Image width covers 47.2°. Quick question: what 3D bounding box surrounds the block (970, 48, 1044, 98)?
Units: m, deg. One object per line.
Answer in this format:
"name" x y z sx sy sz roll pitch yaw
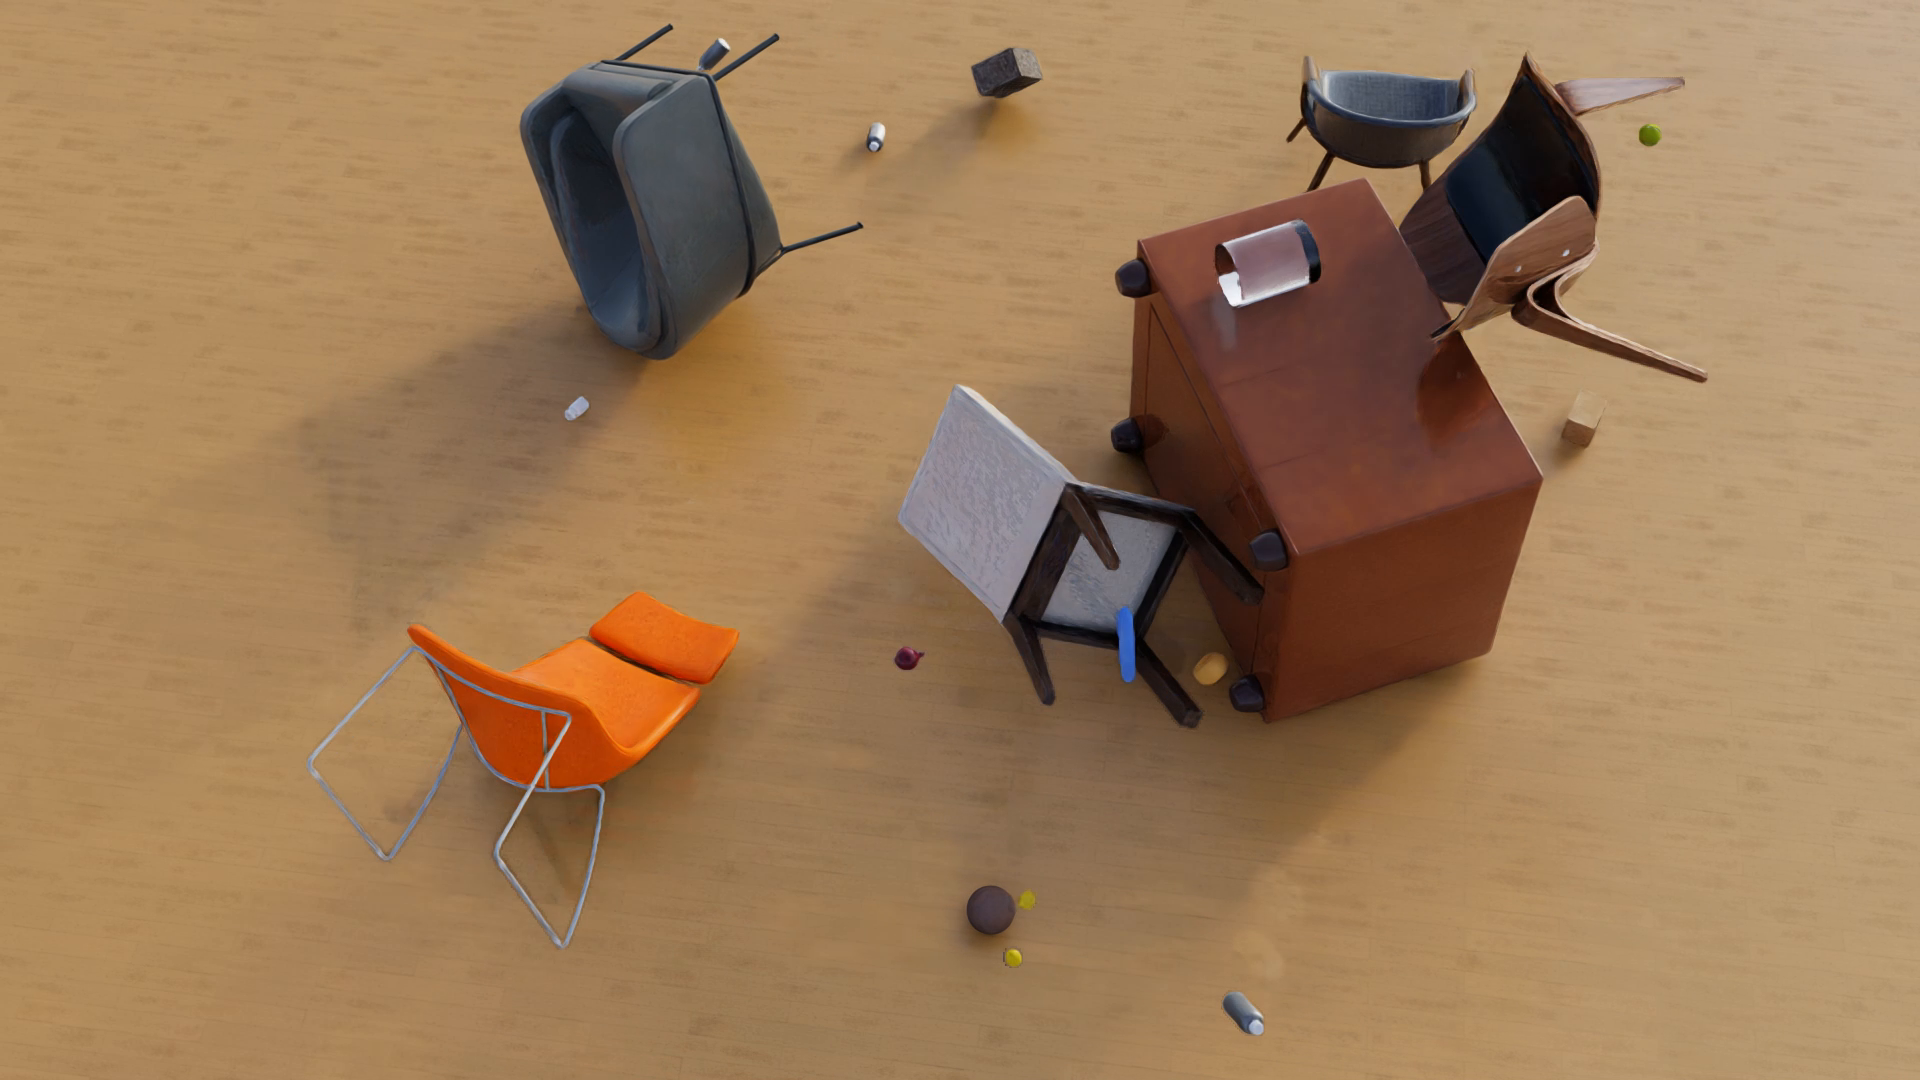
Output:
"block" 0.161 -1.589 7.487 0.168 0.166 0.101 -19 87 30

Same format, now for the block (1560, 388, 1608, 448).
"block" 1.923 -0.377 6.771 0.088 0.093 0.134 23 59 15

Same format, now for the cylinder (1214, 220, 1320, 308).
"cylinder" 0.823 -0.740 5.884 0.230 0.178 0.169 -19 23 -9

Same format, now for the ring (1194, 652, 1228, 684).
"ring" 0.709 0.363 6.218 0.057 0.213 0.095 39 82 -1

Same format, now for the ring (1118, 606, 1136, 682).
"ring" 0.440 0.276 5.806 0.039 0.242 0.086 -7 32 -2
